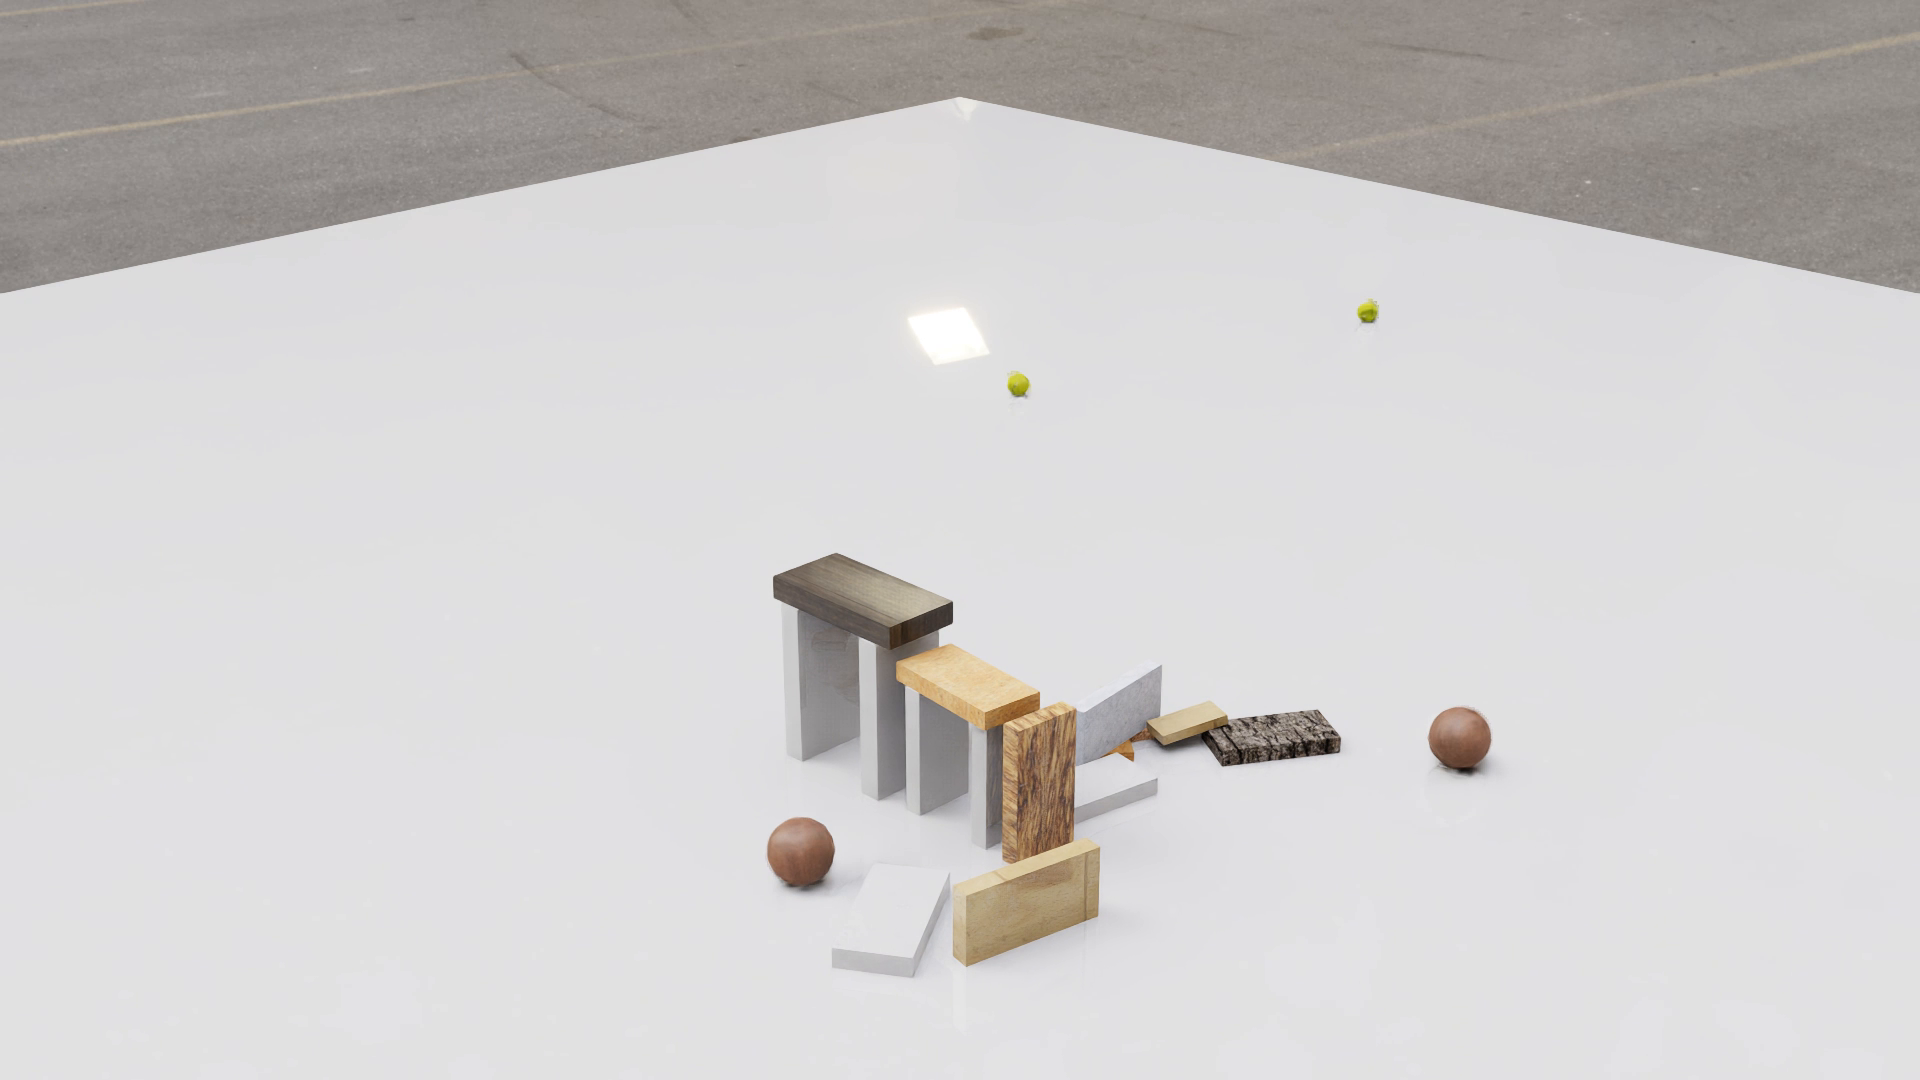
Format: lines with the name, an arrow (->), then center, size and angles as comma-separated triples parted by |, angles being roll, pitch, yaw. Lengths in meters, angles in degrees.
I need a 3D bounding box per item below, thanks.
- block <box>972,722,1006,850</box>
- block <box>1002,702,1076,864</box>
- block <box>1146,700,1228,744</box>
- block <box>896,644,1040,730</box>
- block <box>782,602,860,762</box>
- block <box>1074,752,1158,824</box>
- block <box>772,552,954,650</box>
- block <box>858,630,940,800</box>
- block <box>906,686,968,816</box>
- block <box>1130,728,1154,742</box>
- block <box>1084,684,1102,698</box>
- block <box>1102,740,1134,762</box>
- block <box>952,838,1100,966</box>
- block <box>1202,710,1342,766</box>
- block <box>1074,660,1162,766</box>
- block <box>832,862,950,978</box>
block -> 0.086, 0.457, 4.327 | 0.139, 0.278, 0.039 | -21, 31, -41
block -> 0.154, 0.474, 4.261 | 0.149, 0.299, 0.042 | -18, 29, -36
block -> 0.488, 0.392, 4.724 | 0.156, 0.022, 0.078 | -16, 26, -17
block -> 0.014, 0.286, 4.324 | 0.139, 0.039, 0.278 | -17, 29, -35
block -> -0.290, 0.276, 4.659 | 0.050, 0.353, 0.176 | 21, 31, 41
block -> 0.259, 0.514, 4.501 | 0.265, 0.038, 0.133 | -15, 27, -32
block -> -0.201, 0.122, 4.506 | 0.176, 0.050, 0.353 | -21, 31, -41
block -> -0.123, 0.341, 4.505 | 0.050, 0.353, 0.176 | 22, 31, 40
block -> -0.045, 0.406, 4.448 | 0.139, 0.278, 0.039 | -21, 31, -41
block -> 0.379, 0.392, 4.809 | 0.078, 0.022, 0.156 | -8, 24, -19
block -> 0.302, 0.359, 4.865 | 0.046, 0.013, 0.092 | -39, 22, 10
block -> 0.287, 0.446, 4.680 | 0.156, 0.022, 0.078 | -2, 23, -5
block -> 0.123, 0.659, 4.016 | 0.299, 0.149, 0.042 | -15, 27, -31
block -> 0.666, 0.423, 4.715 | 0.266, 0.038, 0.133 | -5, 24, -12
block -> 0.331, 0.368, 4.668 | 0.038, 0.133, 0.289 | 17, 29, 35
block -> -0.124, 0.698, 4.061 | 0.149, 0.042, 0.299 | 5, 23, 12
